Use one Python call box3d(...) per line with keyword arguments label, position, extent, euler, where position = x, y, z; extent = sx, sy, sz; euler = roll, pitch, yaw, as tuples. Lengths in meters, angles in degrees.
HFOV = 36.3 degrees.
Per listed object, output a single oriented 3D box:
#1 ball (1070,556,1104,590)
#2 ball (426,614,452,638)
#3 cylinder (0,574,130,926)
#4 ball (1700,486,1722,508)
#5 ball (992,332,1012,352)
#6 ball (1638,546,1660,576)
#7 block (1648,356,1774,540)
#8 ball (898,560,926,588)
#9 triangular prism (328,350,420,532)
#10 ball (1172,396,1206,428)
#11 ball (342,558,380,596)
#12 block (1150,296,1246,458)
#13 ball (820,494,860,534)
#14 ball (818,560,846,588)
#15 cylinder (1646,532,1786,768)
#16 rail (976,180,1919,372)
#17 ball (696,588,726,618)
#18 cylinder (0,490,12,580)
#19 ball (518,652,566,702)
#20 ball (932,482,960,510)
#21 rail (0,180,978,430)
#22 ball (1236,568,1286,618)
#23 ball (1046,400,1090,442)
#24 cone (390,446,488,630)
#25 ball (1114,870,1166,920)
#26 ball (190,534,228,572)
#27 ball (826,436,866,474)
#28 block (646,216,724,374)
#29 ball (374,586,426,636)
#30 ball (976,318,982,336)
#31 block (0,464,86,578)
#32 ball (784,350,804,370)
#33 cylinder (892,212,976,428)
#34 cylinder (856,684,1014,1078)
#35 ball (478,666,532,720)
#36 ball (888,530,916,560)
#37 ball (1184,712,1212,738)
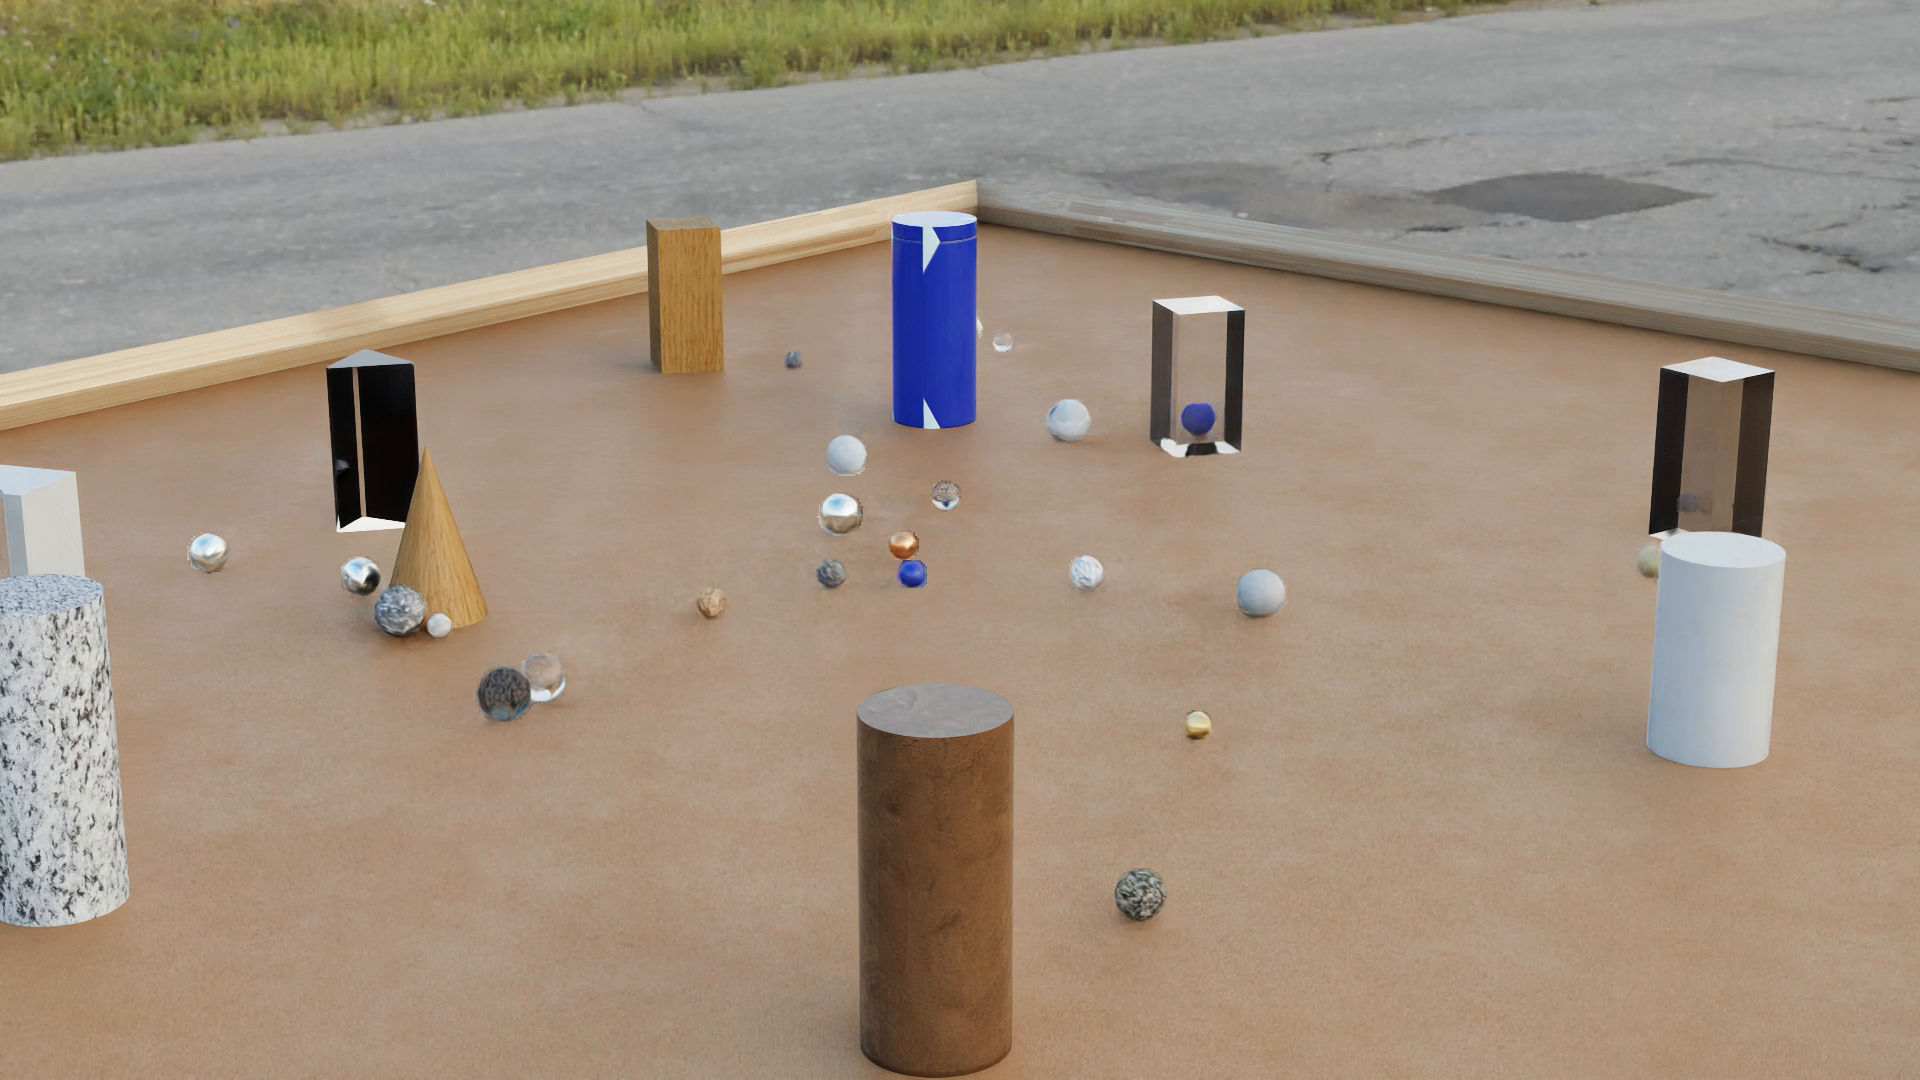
box3d(label="ball", position=(0.222, 0.057, 5.133), extent=(0.059, 0.059, 0.059), euler=(0, 17, 0))
box3d(label="ball", position=(-0.867, 0.143, 4.881), extent=(0.041, 0.041, 0.041), euler=(0, 17, 0))
box3d(label="cylinder", position=(-1.186, 0.271, 3.803), extent=(0.180, 0.420, 0.180), euler=(0, 17, 0))
box3d(label="ball", position=(1.441, -0.083, 5.625), extent=(0.041, 0.041, 0.041), euler=(0, 17, 0))
box3d(label="ball", position=(0.100, -0.464, 6.874), extent=(0.045, 0.045, 0.045), euler=(0, 17, 0))
box3d(label="ball", position=(1.231, 0.037, 5.209), extent=(0.054, 0.054, 0.054), euler=(0, 17, 0))
box3d(label="block", position=(1.381, -0.158, 5.390), extent=(0.144, 0.321, 0.144), euler=(-12, 20, -34))
box3d(label="ball", position=(-0.083, 0.060, 5.143), extent=(0.047, 0.047, 0.047), euler=(0, 17, 0))
box3d(label="triangular prism", position=(-1.104, -0.190, 5.508), extent=(0.156, 0.314, 0.135), euler=(-5, 17, -15))
box3d(label="ball", position=(0.482, -0.270, 6.191), extent=(0.071, 0.071, 0.071), euler=(0, 17, 0))
box3d(label="ball", position=(-1.021, 0.063, 4.999), extent=(0.065, 0.065, 0.065), euler=(0, 17, 0))
box3d(label="block", position=(0.486, -0.337, 6.020), extent=(0.144, 0.298, 0.144), euler=(-5, 18, -17))
box3d(label="ball", position=(-0.223, -0.049, 5.454), extent=(0.076, 0.076, 0.076), euler=(0, 17, 0))
box3d(label="ball", position=(-0.225, 0.059, 5.143), extent=(0.050, 0.050, 0.050), euler=(0, 17, 0))
box3d(label="cylinder", position=(1.122, 0.162, 4.355), extent=(0.180, 0.310, 0.180), euler=(0, 17, 0))
box3d(label="rail", position=(1.727, -0.548, 7.026), extent=(4.495, 0.117, 0.045), euler=(14, 22, 39))
box3d(label="ball", position=(-0.423, 0.106, 4.986), extent=(0.050, 0.050, 0.050), euler=(0, 17, 0))
box3d(label="cylinder", position=(-1.520, 0.112, 4.426), extent=(0.180, 0.363, 0.180), euler=(0, 17, 0))
box3d(label="ball", position=(-0.655, 0.215, 4.582), extent=(0.077, 0.077, 0.077), euler=(0, 17, 0))
box3d(label="ball", position=(-0.028, -0.084, 5.609), extent=(0.053, 0.053, 0.053), euler=(0, 17, 0))
box3d(label="rail", position=(-1.679, -0.394, 6.517), extent=(0.045, 0.117, 5.317), euler=(14, 22, 39))
box3d(label="ball", position=(0.511, 0.090, 4.981), extent=(0.083, 0.083, 0.083), euler=(0, 17, 0))
box3d(label="ball", position=(0.225, -0.247, 6.084), extent=(0.090, 0.090, 0.090), euler=(0, 17, 0))
box3d(label="cone", position=(-0.896, -0.018, 4.963), extent=(0.180, 0.302, 0.180), euler=(0, 17, 0))
box3d(label="ball", position=(0.234, 0.459, 3.793), extent=(0.066, 0.066, 0.066), euler=(0, 17, 0))
box3d(label="ball", position=(-1.340, 0.023, 5.231), extent=(0.068, 0.068, 0.068), euler=(0, 17, 0))
box3d(label="ball", position=(-0.226, -0.170, 5.849), extent=(0.078, 0.078, 0.078), euler=(0, 17, 0))
box3d(label="block", position=(-0.628, -0.561, 6.704), extent=(0.144, 0.331, 0.144), euler=(-5, 18, -15))
box3d(label="ball", position=(-0.933, 0.119, 4.885), extent=(0.084, 0.084, 0.084), euler=(0, 17, 0))
box3d(label="ball", position=(0.030, -0.509, 7.019), extent=(0.048, 0.048, 0.048), euler=(0, 17, 0))
box3d(label="block", position=(-1.498, 0.060, 4.668), extent=(0.144, 0.324, 0.144), euler=(6, 18, 18))
box3d(label="ball", position=(-0.380, -0.412, 6.709), extent=(0.042, 0.042, 0.042), euler=(0, 17, 0))
box3d(label="cylinder", position=(-0.054, -0.468, 6.222), extent=(0.180, 0.432, 0.180), euler=(0, 17, 0))
box3d(label="cylinder", position=(-0.028, 0.394, 3.403), extent=(0.180, 0.418, 0.180), euler=(0, 17, 0))
box3d(label="ball", position=(-0.699, 0.236, 4.501), extent=(0.083, 0.083, 0.083), euler=(0, 17, 0))
box3d(label="ball", position=(-0.104, 0.009, 5.304), extent=(0.051, 0.051, 0.051), euler=(0, 17, 0))
box3d(label="ball", position=(0.359, 0.280, 4.430), extent=(0.041, 0.041, 0.041), euler=(0, 17, 0))
